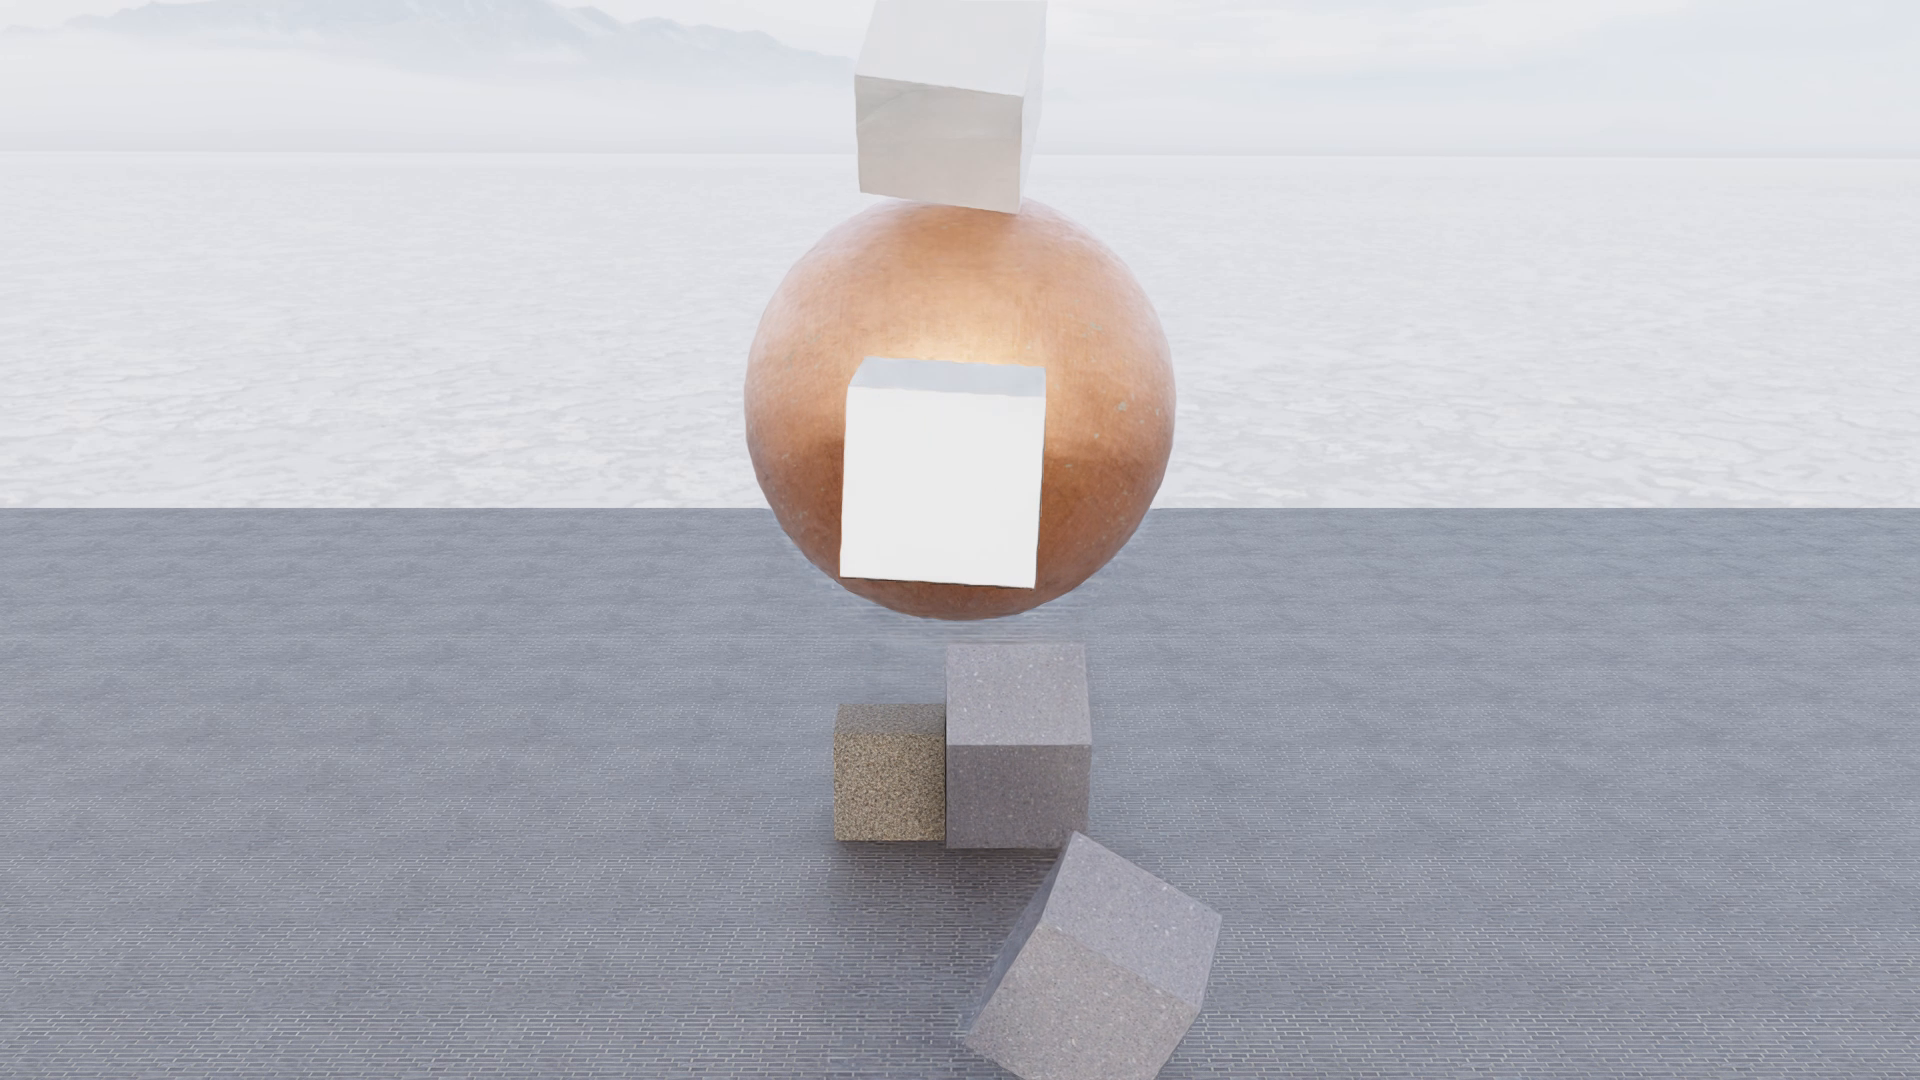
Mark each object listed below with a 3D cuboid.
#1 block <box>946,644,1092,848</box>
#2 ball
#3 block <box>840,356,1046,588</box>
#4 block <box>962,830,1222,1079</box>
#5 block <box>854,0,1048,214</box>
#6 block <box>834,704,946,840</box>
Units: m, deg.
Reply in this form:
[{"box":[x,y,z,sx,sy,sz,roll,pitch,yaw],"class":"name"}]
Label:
[{"box":[0.282,1.041,11.128,0.701,0.708,0.745,0,38,-1],"class":"block"},{"box":[0.000,-0.498,8.136,1.600,1.600,1.600,0,10,0],"class":"ball"},{"box":[-0.039,-0.210,6.421,0.550,0.541,0.587,3,13,2],"class":"block"},{"box":[0.495,1.606,8.063,0.637,0.615,0.663,30,25,1],"class":"block"},{"box":[-0.027,-1.547,7.622,0.568,0.556,0.514,9,55,6],"class":"block"},{"box":[-0.356,1.197,11.411,0.562,0.562,0.591,0,10,0],"class":"block"}]
